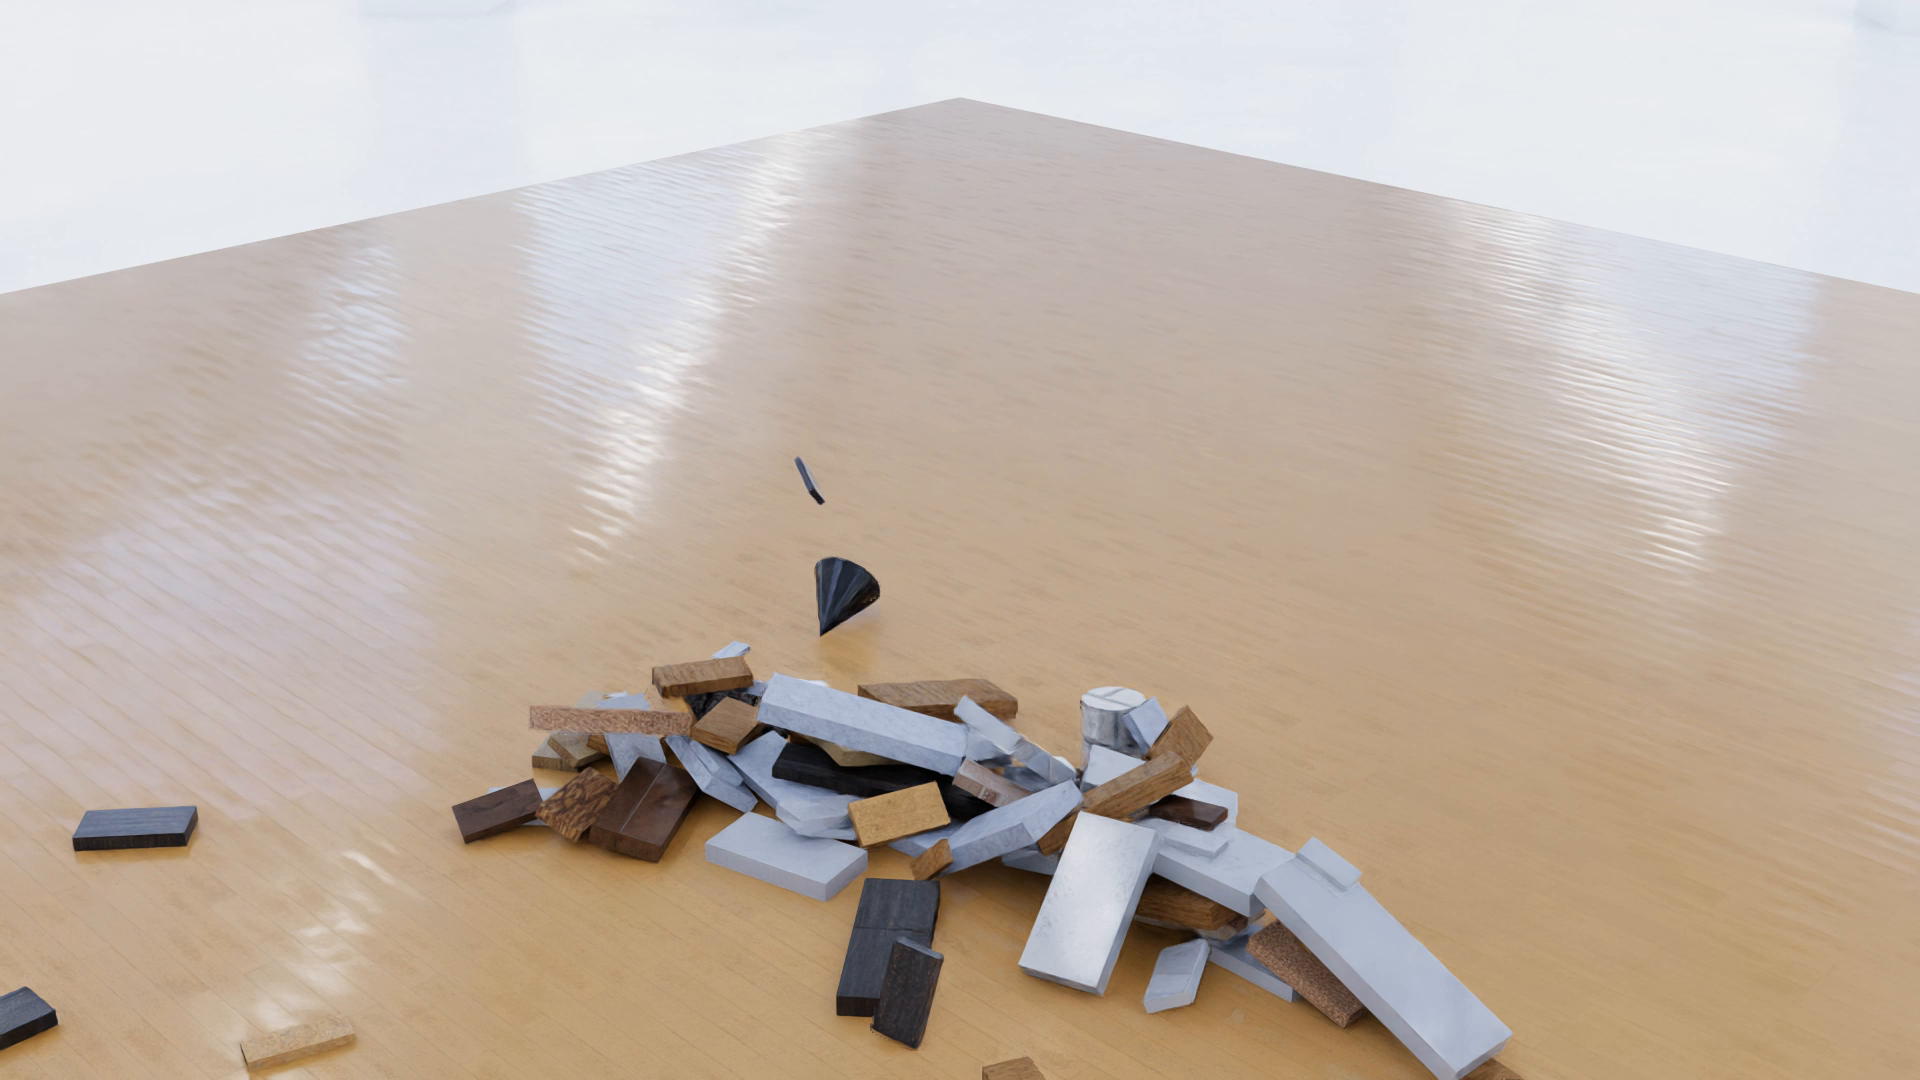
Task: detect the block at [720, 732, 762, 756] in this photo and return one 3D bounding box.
[{"bbox_3d":[-0.439,0.439,4.610,0.258,0.021,0.075,29,57,34],"label":"block"}]

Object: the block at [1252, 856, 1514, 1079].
[{"bbox_3d":[0.716,0.718,3.748,0.154,0.044,0.465,-20,52,-37],"label":"block"}]

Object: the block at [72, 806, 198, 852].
[{"bbox_3d":[-1.638,0.573,4.372,0.214,0.030,0.107,-2,23,-5],"label":"block"}]

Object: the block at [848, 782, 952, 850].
[{"bbox_3d":[-0.119,0.539,4.303,0.183,0.026,0.091,-12,65,-18],"label":"block"}]

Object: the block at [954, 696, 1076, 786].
[{"bbox_3d":[0.109,0.413,4.492,0.154,0.044,0.308,35,-2,-24],"label":"block"}]

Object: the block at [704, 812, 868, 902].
[{"bbox_3d":[-0.337,0.612,4.266,0.285,0.040,0.143,14,27,29],"label":"block"}]

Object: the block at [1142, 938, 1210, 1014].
[{"bbox_3d":[0.382,0.767,3.877,0.085,0.024,0.171,-19,15,23],"label":"block"}]

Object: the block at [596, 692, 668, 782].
[{"bbox_3d":[-0.687,0.420,4.611,0.101,0.029,0.206,-10,54,-22],"label":"block"}]

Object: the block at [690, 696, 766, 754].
[{"bbox_3d":[-0.478,0.386,4.585,0.101,0.029,0.202,19,18,9],"label":"block"}]

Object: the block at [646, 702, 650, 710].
[{"bbox_3d":[-0.695,0.374,4.734,0.046,0.013,0.092,20,27,-15],"label":"block"}]

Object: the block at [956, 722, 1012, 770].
[{"bbox_3d":[0.025,0.436,4.698,0.095,0.027,0.190,-11,25,-24],"label":"block"}]

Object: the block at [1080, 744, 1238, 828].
[{"bbox_3d":[0.398,0.511,4.389,0.311,0.044,0.156,18,25,2],"label":"block"}]

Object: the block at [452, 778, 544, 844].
[{"bbox_3d":[-0.919,0.541,4.389,0.169,0.024,0.085,-19,47,-18],"label":"block"}]

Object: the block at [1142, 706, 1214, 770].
[{"bbox_3d":[0.450,0.432,4.544,0.026,0.090,0.181,-32,10,45],"label":"block"}]

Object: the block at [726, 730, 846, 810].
[{"bbox_3d":[-0.356,0.488,4.486,0.121,0.034,0.242,-29,45,-30],"label":"block"}]

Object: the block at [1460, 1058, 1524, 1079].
[{"bbox_3d":[0.859,0.880,3.660,0.070,0.020,0.140,-15,27,-31],"label":"block"}]

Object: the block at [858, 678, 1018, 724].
[{"bbox_3d":[-0.049,0.352,4.786,0.313,0.044,0.157,-1,15,-29],"label":"block"}]

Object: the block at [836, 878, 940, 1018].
[{"bbox_3d":[-0.125,0.734,3.979,0.143,0.040,0.386,2,23,5],"label":"block"}]

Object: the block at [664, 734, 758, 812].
[{"bbox_3d":[-0.512,0.472,4.517,0.121,0.034,0.242,33,4,-33],"label":"block"}]

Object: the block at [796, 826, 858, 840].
[{"bbox_3d":[-0.254,0.566,4.318,0.133,0.019,0.067,7,11,-6],"label":"block"}]

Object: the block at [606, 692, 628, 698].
[{"bbox_3d":[-0.743,0.361,4.818,0.046,0.013,0.092,-10,25,-17],"label":"block"}]

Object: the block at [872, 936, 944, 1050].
[{"bbox_3d":[-0.088,0.766,3.722,0.086,0.171,0.024,20,17,21],"label":"block"}]

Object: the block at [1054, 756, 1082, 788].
[{"bbox_3d":[0.211,0.482,4.568,0.065,0.018,0.130,8,15,-25],"label":"block"}]

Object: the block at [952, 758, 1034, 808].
[{"bbox_3d":[0.082,0.497,4.323,0.190,0.027,0.095,27,15,3],"label":"block"}]

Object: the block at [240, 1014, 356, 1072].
[{"bbox_3d":[-1.123,0.851,3.730,0.178,0.019,0.067,-11,26,-25],"label":"block"}]

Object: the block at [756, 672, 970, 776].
[{"bbox_3d":[-0.193,0.373,4.455,0.417,0.044,0.157,16,18,1],"label":"block"}]

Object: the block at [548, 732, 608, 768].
[{"bbox_3d":[-0.784,0.426,4.652,0.085,0.024,0.169,38,28,20],"label":"block"}]

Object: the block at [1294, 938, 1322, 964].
[{"bbox_3d":[0.725,0.762,3.834,0.090,0.026,0.292,-22,47,-41],"label":"block"}]

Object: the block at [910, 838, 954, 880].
[{"bbox_3d":[-0.054,0.614,4.179,0.014,0.099,0.050,15,46,-40],"label":"block"}]

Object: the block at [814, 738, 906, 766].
[{"bbox_3d":[-0.167,0.415,4.477,0.234,0.033,0.117,2,23,-34],"label":"block"}]

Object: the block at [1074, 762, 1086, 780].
[{"bbox_3d":[0.320,0.494,4.531,0.150,0.021,0.075,19,20,22],"label":"block"}]

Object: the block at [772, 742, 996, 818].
[{"bbox_3d":[-0.131,0.488,4.413,0.487,0.026,0.091,10,29,11],"label":"block"}]

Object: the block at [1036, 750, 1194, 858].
[{"bbox_3d":[0.280,0.495,4.141,0.311,0.044,0.156,-27,3,-3],"label":"block"}]

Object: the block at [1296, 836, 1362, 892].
[{"bbox_3d":[0.646,0.568,3.851,0.106,0.015,0.053,36,43,22],"label":"block"}]

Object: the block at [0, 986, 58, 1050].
[{"bbox_3d":[-1.666,0.838,3.746,0.107,0.030,0.214,20,30,39],"label":"block"}]

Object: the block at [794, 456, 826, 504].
[{"bbox_3d":[-0.305,-0.121,4.458,0.014,0.050,0.099,-32,50,5],"label":"block"}]
